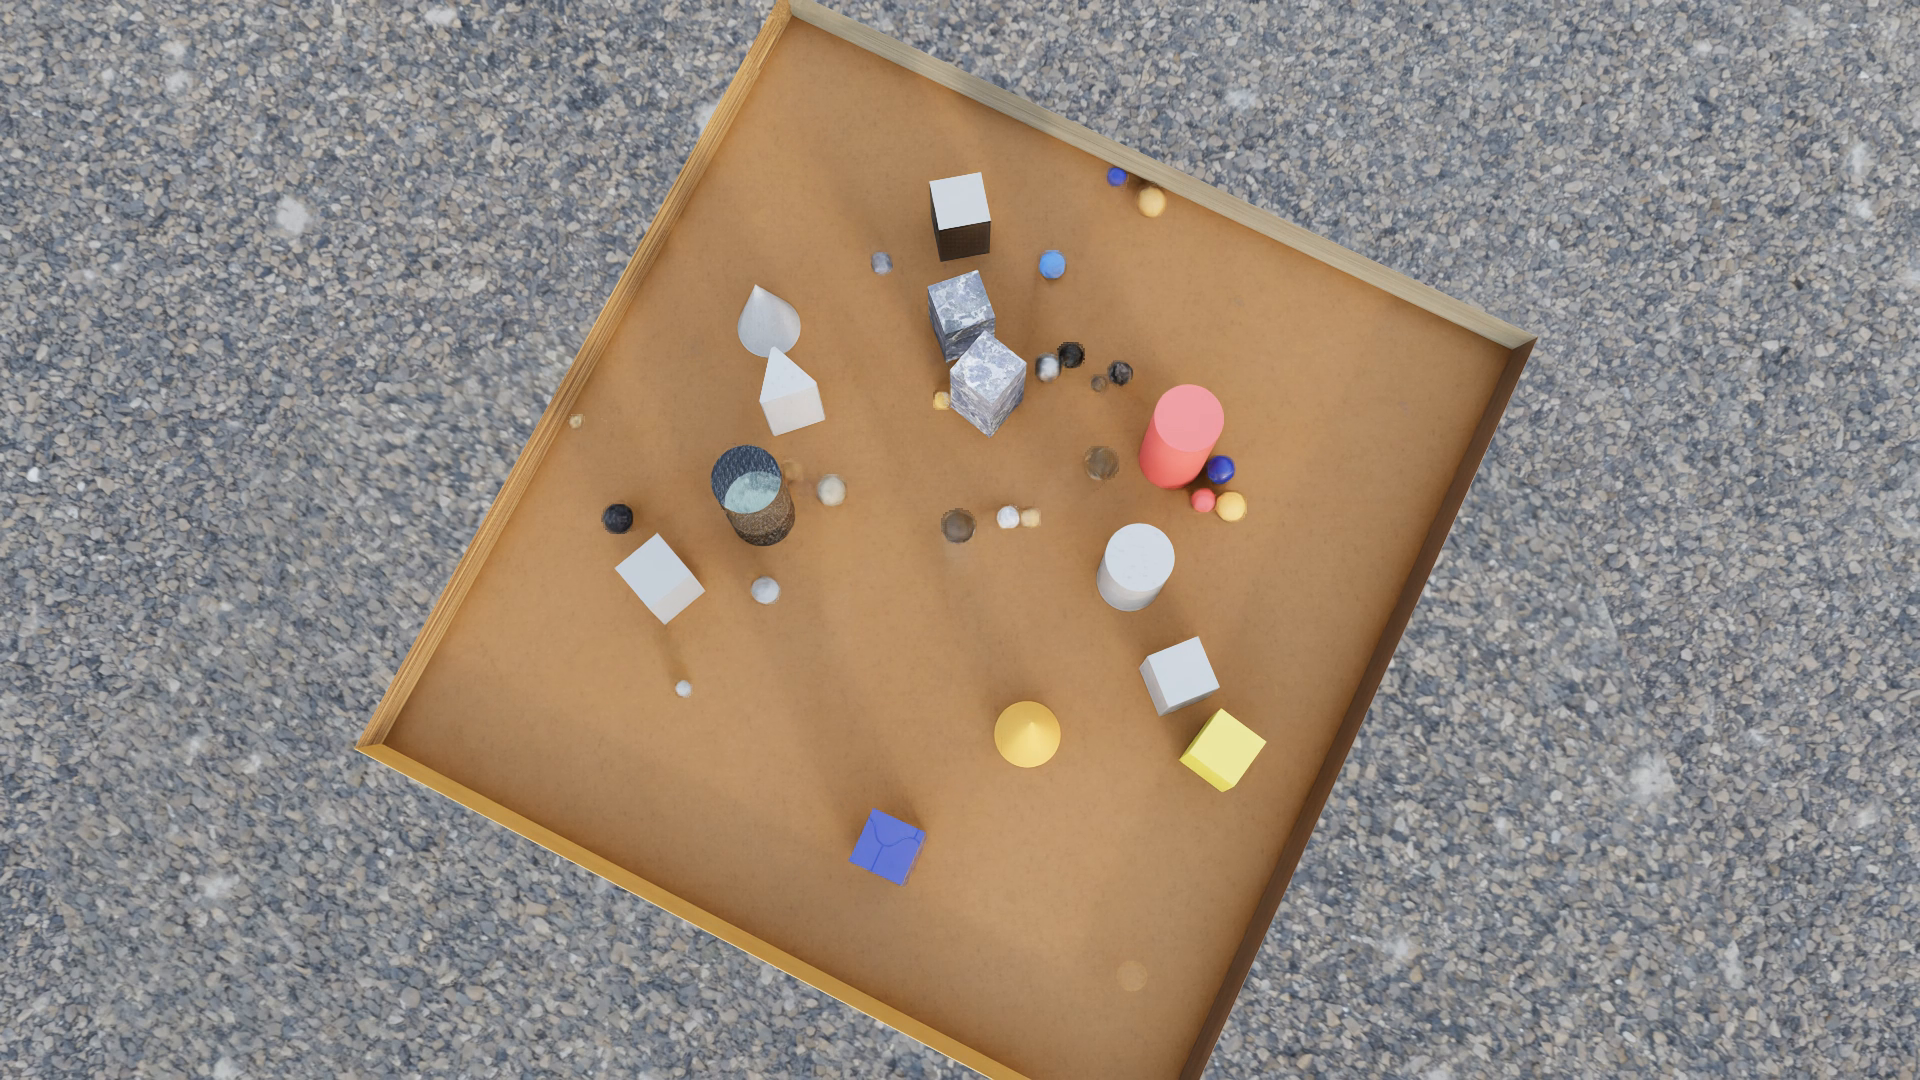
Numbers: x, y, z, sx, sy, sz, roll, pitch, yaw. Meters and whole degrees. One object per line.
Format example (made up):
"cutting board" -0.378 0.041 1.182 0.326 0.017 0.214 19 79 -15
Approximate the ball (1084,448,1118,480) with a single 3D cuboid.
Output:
"ball" 0.432 -0.234 5.615 0.099 0.099 0.099 0 78 0

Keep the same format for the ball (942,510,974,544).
"ball" -0.004 -0.039 5.575 0.098 0.098 0.098 0 78 0

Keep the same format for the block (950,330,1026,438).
"block" 0.083 -0.464 5.515 0.159 0.388 0.159 39 81 7

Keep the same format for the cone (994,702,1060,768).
"cone" 0.202 0.547 5.327 0.199 0.345 0.199 0 78 0

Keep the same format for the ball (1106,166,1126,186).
"ball" 0.498 -1.156 5.823 0.064 0.064 0.064 0 78 0

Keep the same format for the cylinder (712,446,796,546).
"cylinder" -0.605 -0.125 5.405 0.199 0.465 0.199 0 78 0

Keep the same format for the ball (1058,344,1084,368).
"ball" 0.346 -0.571 5.695 0.079 0.079 0.079 0 78 0

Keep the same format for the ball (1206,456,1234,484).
"ball" 0.797 -0.214 5.617 0.086 0.086 0.086 0 78 0

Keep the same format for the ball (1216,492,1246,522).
"ball" 0.825 -0.102 5.592 0.091 0.091 0.091 0 78 0

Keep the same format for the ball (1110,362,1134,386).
"ball" 0.500 -0.517 5.686 0.074 0.074 0.074 0 78 0

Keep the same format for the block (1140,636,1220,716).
"block" 0.644 0.405 5.403 0.159 0.254 0.159 -21 79 -4

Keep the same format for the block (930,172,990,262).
"block" 0.000 -0.999 5.684 0.159 0.274 0.159 -11 79 -2

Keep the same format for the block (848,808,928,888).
"block" -0.201 0.883 5.236 0.159 0.388 0.159 24 79 5

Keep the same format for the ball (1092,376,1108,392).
"ball" 0.433 -0.486 5.692 0.049 0.049 0.049 0 78 0

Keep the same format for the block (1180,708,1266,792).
"block" 0.766 0.618 5.363 0.159 0.246 0.159 37 81 7

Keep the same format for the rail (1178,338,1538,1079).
"rail" 1.145 0.568 5.432 0.045 0.129 2.711 26 80 5

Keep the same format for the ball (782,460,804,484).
"ball" -0.512 -0.208 5.611 0.068 0.068 0.068 0 78 0

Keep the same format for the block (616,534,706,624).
"block" -0.888 0.118 5.445 0.159 0.288 0.159 -40 81 -8

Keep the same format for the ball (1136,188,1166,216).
"ball" 0.604 -1.069 5.792 0.091 0.091 0.091 0 78 0

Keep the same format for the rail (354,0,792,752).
"rail" -1.145 -0.554 5.664 0.045 0.129 2.711 26 80 5

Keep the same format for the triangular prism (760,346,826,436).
"triangular prism" -0.522 -0.458 5.521 0.172 0.372 0.149 -18 79 -4

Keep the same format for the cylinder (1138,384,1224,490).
"cylinder" 0.652 -0.300 5.442 0.199 0.463 0.199 0 78 0

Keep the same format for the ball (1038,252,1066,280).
"ball" 0.289 -0.861 5.752 0.084 0.084 0.084 0 78 0

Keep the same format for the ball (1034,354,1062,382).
"ball" 0.272 -0.533 5.684 0.084 0.084 0.084 0 78 0

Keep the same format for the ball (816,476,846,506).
"ball" -0.393 -0.150 5.601 0.091 0.091 0.091 0 78 0

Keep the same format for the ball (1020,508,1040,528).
"ball" 0.214 -0.067 5.600 0.060 0.060 0.060 0 78 0

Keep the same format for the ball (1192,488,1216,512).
"ball" 0.745 -0.121 5.603 0.075 0.075 0.075 0 78 0

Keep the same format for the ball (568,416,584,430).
"ball" -1.187 -0.363 5.669 0.045 0.045 0.045 0 78 0

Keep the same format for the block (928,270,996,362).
"block" 0.004 -0.683 5.615 0.159 0.280 0.159 -19 79 -4

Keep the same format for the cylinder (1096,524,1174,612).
"cylinder" 0.516 0.085 5.421 0.199 0.348 0.199 0 78 0

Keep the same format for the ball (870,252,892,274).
"ball" -0.248 -0.873 5.763 0.068 0.068 0.068 0 78 0

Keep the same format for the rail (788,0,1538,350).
"rail" 0.596 -1.160 5.790 2.608 0.129 0.045 26 80 5

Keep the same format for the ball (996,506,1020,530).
"ball" 0.147 -0.068 5.595 0.070 0.070 0.070 0 78 0

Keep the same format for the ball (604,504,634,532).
"ball" -1.041 -0.067 5.585 0.089 0.089 0.089 0 78 0

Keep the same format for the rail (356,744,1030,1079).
"rail" -0.596 1.174 5.307 2.608 0.129 0.045 26 80 5

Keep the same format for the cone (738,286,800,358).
"cone" -0.599 -0.709 5.562 0.199 0.395 0.199 0 78 0

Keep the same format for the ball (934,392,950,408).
"ball" -0.053 -0.433 5.679 0.053 0.053 0.053 0 78 0

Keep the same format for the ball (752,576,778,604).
"ball" -0.590 0.151 5.544 0.081 0.081 0.081 0 78 0

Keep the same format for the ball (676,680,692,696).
"ball" -0.830 0.445 5.501 0.046 0.046 0.046 0 78 0
